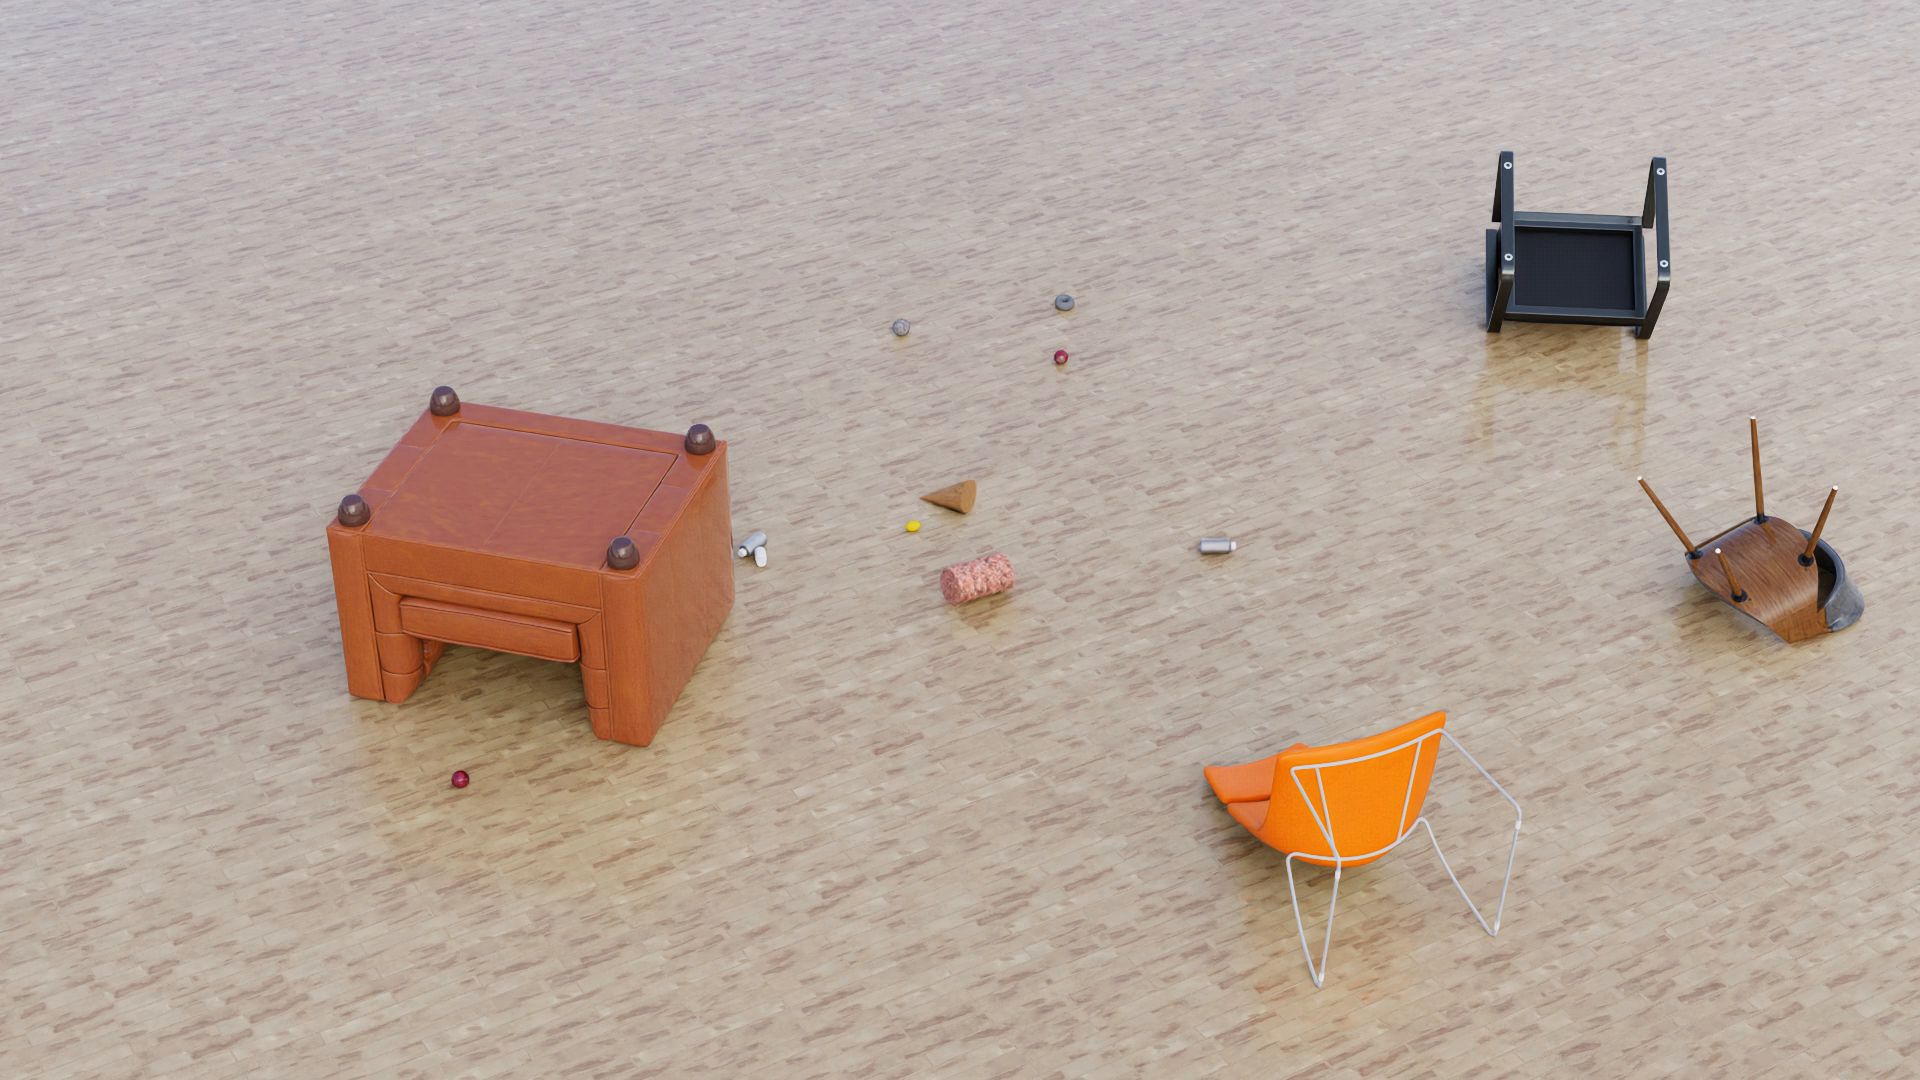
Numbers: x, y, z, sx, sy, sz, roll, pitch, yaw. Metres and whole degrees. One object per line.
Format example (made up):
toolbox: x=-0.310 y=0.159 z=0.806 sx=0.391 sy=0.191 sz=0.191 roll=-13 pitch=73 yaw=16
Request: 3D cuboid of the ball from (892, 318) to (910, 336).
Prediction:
ball: x=-0.244 y=-0.888 z=12.225 sx=0.074 sy=0.074 sz=0.074 roll=0 pitch=33 yaw=0

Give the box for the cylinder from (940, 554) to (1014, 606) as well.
cylinder: x=0.063 y=0.143 z=10.594 sx=0.218 sy=0.136 sz=0.167 roll=-16 pitch=2 yaw=-23

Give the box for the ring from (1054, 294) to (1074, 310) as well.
ring: x=0.444 y=-1.008 z=12.441 sx=0.083 sy=0.037 sz=0.107 roll=-7 pitch=33 yaw=-8

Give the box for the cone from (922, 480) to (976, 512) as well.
cone: x=-0.064 y=-0.163 z=11.144 sx=0.211 sy=0.108 sz=0.167 roll=-2 pitch=32 yaw=24
